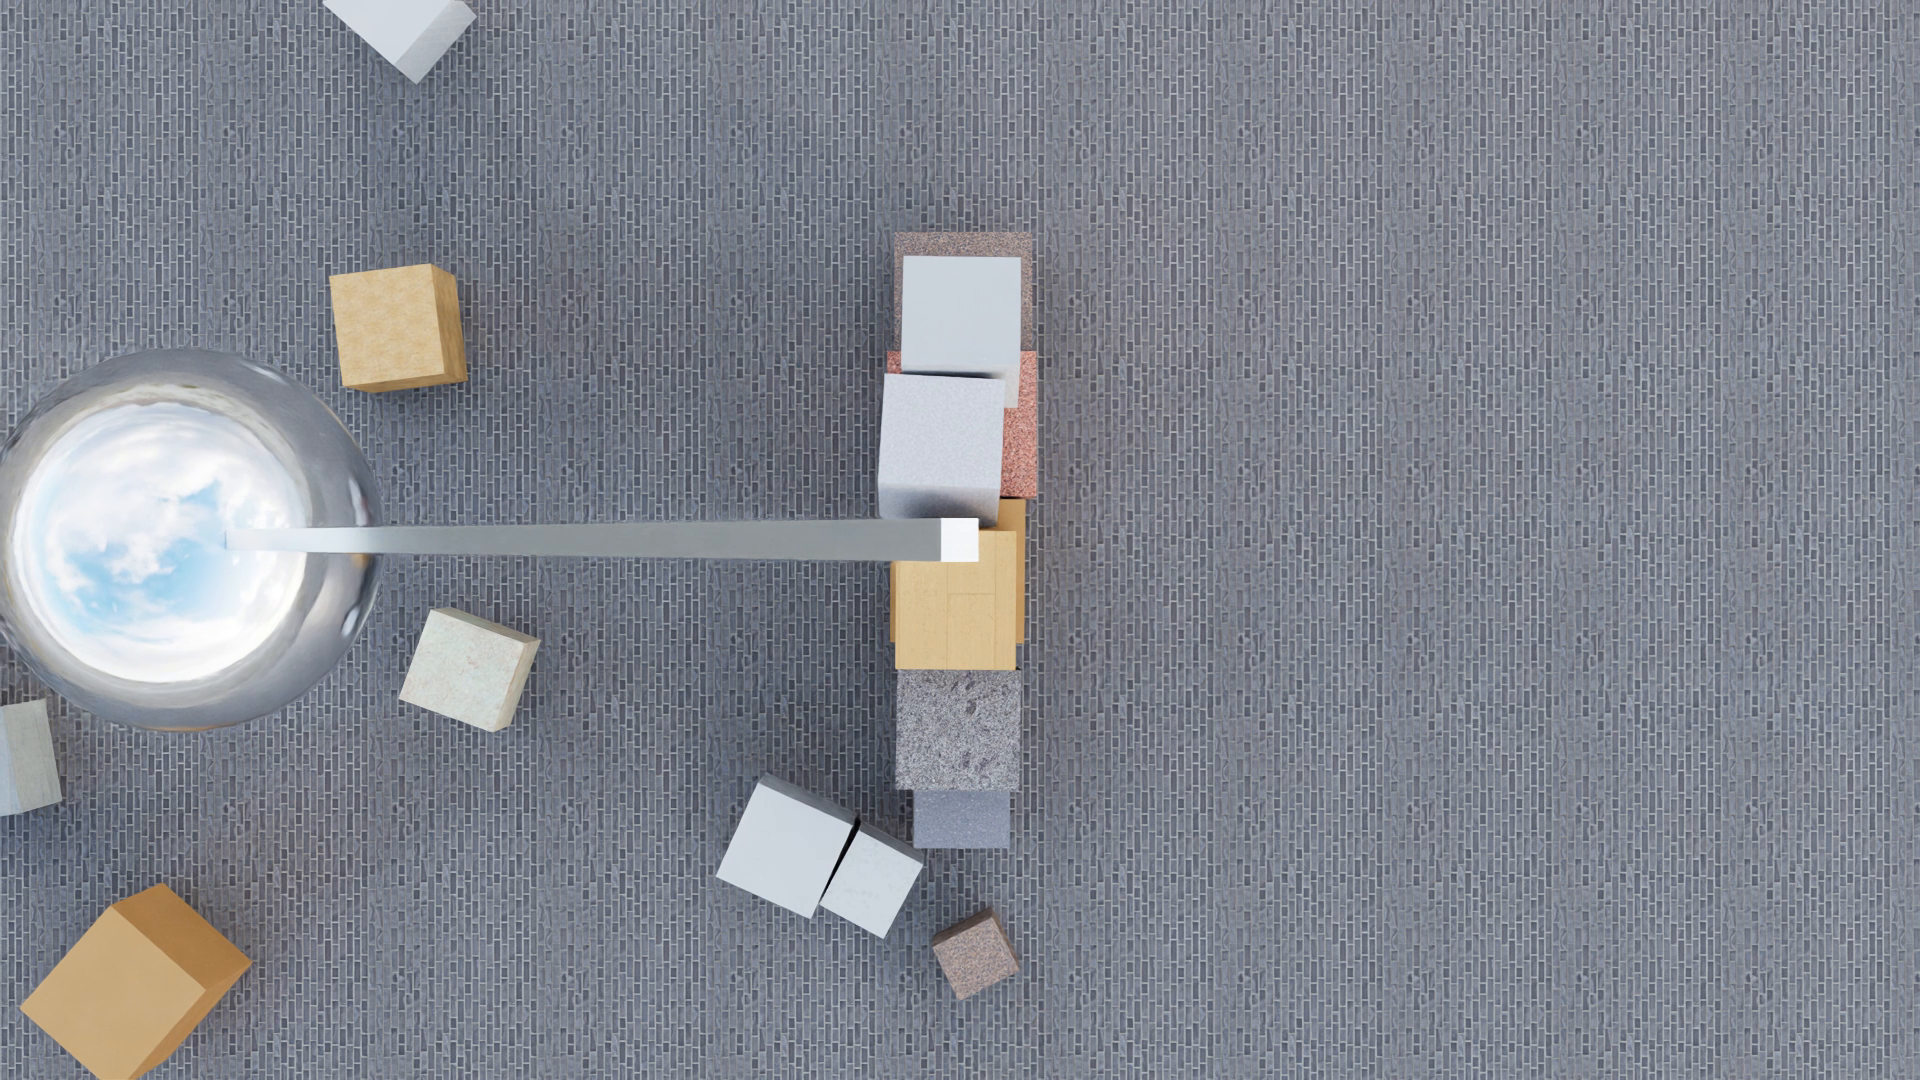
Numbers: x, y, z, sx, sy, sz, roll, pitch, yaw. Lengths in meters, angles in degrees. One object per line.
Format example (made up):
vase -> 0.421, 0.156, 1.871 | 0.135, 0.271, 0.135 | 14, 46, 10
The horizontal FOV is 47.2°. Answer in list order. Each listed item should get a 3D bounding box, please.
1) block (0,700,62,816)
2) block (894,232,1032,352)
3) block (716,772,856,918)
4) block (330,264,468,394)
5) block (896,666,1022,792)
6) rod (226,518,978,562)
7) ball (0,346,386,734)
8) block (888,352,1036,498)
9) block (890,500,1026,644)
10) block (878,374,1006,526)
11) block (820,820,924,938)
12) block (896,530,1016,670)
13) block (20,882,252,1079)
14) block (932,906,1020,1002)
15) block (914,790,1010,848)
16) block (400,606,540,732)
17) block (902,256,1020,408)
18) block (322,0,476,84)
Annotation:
block -> -5.689, 1.298, 12.712 | 0.669, 0.577, 0.613 | -10, 90, 0
block -> 0.018, -1.400, 12.691 | 0.777, 0.617, 0.670 | 0, 90, 0
block -> -0.994, 1.759, 12.716 | 0.589, 0.567, 0.580 | 24, 90, 0
block -> -3.231, -1.213, 12.698 | 0.577, 0.603, 0.626 | -7, 90, 0
block -> -0.009, 1.021, 12.049 | 0.658, 0.673, 0.648 | 1, 88, 0
rod -> -1.391, 0.000, 6.258 | 0.080, 5.200, 0.080 | 0, 90, -32
ball -> -3.210, 0.000, 9.130 | 1.600, 1.600, 1.600 | 0, 90, 0
block -> 0.010, -0.650, 12.642 | 0.833, 0.715, 0.812 | 0, 90, 0
block -> -0.013, 0.170, 12.571 | 0.742, 0.858, 0.795 | 1, 90, 0
block -> -0.099, -0.479, 11.892 | 0.641, 0.624, 0.617 | 3, 72, 0
block -> -0.508, 1.967, 12.776 | 0.418, 0.447, 0.480 | 28, 90, 0
block -> -0.021, 0.313, 11.805 | 0.626, 0.676, 0.725 | 0, 90, 0
block -> -4.698, 2.546, 12.595 | 0.711, 0.810, 0.762 | 41, 90, 0
block -> 0.090, 2.403, 12.803 | 0.389, 0.394, 0.345 | -27, 90, 0
block -> 0.011, 1.461, 12.690 | 0.540, 0.620, 0.548 | 0, 90, 0
block -> -2.835, 0.745, 12.754 | 0.567, 0.492, 0.539 | 20, 90, 0
block -> 0.008, -1.129, 12.000 | 0.629, 0.586, 0.629 | 1, 70, 0
block -> -3.236, -3.072, 12.733 | 0.541, 0.534, 0.540 | 41, 90, 0
